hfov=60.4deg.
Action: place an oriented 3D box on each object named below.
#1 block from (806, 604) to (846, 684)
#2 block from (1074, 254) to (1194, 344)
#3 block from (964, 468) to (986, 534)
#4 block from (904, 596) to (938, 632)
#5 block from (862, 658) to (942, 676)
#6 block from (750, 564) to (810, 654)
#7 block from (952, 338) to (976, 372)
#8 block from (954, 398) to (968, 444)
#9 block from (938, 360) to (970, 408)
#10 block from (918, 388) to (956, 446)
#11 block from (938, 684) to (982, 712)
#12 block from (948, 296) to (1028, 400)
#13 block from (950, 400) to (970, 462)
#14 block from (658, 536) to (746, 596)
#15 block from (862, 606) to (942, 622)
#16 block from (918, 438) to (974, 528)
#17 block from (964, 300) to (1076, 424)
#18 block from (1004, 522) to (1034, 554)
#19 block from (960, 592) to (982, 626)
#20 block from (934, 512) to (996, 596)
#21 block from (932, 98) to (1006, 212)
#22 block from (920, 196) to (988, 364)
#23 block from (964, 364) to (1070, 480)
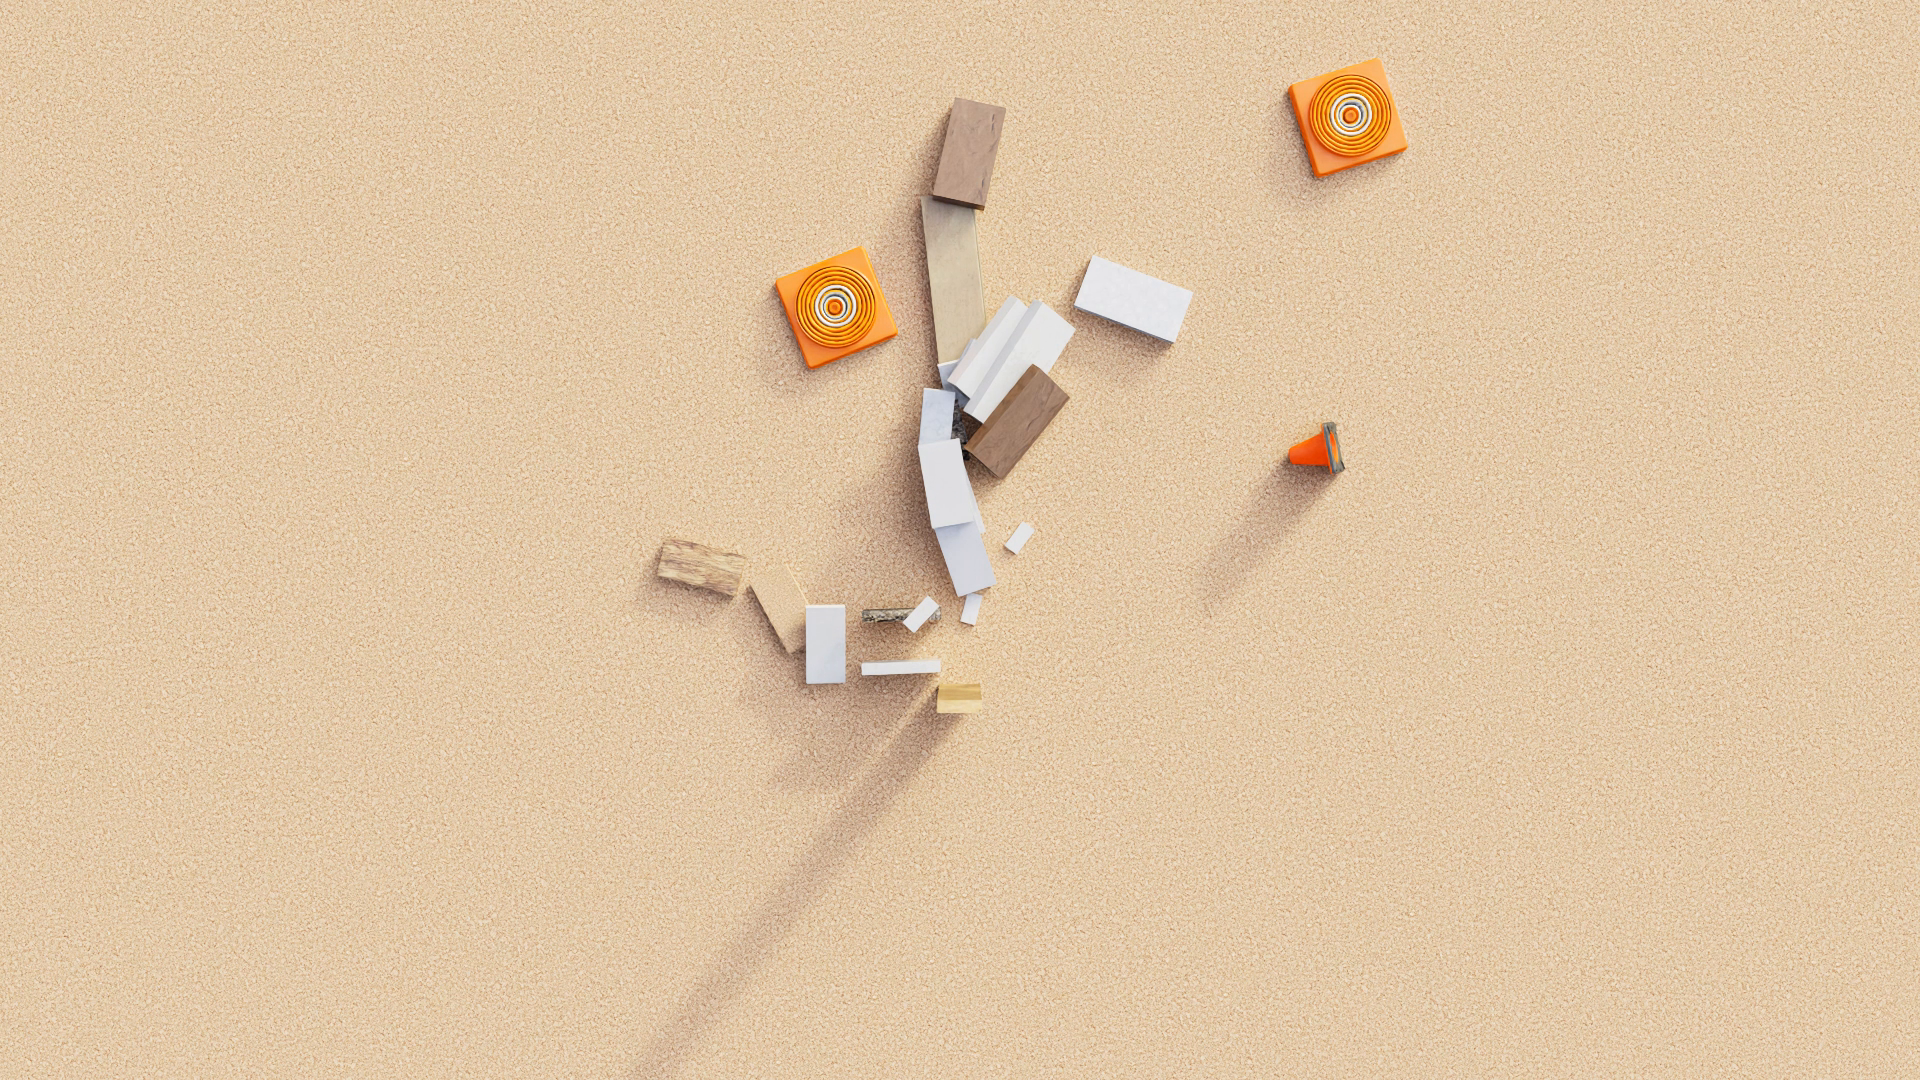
[{"bbox_3d":[-0.444,0.344,5.450,0.128,0.036,0.257,-1,101,-6],"label":"block"},{"bbox_3d":[0.574,-0.797,5.475,0.355,0.050,0.177,21,90,0],"label":"block"},{"bbox_3d":[-0.021,-0.136,5.439,0.136,0.039,0.273,-18,104,2],"label":"block"},{"bbox_3d":[-0.127,0.242,5.365,0.050,0.014,0.119,43,90,0],"label":"block"},{"bbox_3d":[-0.192,0.417,5.436,0.257,0.128,0.036,-2,90,0],"label":"block"},{"bbox_3d":[-0.573,0.228,5.481,0.134,0.038,0.268,-29,90,0],"label":"block"},{"bbox_3d":[0.033,-0.576,5.421,0.079,0.022,0.158,28,93,-32],"label":"block"},{"bbox_3d":[-0.032,-0.387,5.470,0.079,0.022,0.158,-17,103,1],"label":"block"},{"bbox_3d":[-0.018,-0.513,5.458,0.079,0.022,0.158,-14,114,0],"label":"block"},{"bbox_3d":[-0.077,-0.391,5.411,0.102,0.029,0.204,5,103,-4],"label":"block"},{"bbox_3d":[-0.001,0.499,5.219,0.134,0.561,0.038,0,90,0],"label":"block"},{"bbox_3d":[0.125,-0.609,5.416,0.174,0.049,0.348,39,86,-40],"label":"block"},{"bbox_3d":[-0.037,-0.354,5.451,0.102,0.029,0.204,-11,103,0],"label":"block"},{"bbox_3d":[-0.857,0.086,5.481,0.268,0.038,0.134,15,90,0],"label":"block"},{"bbox_3d":[-0.191,0.245,5.436,0.256,0.128,0.036,-2,90,0],"label":"block"},{"bbox_3d":[-0.046,-0.184,5.370,0.136,0.039,0.273,-10,91,2],"label":"block"},{"bbox_3d":[0.197,-0.560,5.424,0.177,0.050,0.433,33,90,-40],"label":"block"},{"bbox_3d":[0.199,-0.007,5.493,0.050,0.014,0.101,36,90,0],"label":"block"},{"bbox_3d":[0.038,0.228,5.493,0.050,0.014,0.101,15,90,0],"label":"block"},{"bbox_3d":[0.014,0.037,5.444,0.136,0.039,0.273,-19,104,2],"label":"block"},{"bbox_3d":[0.032,-1.275,5.446,0.174,0.049,0.348,12,80,0],"label":"block"},{"bbox_3d":[-0.012,-0.854,5.475,0.174,0.049,0.582,-6,90,0],"label":"block"},{"bbox_3d":[0.189,-0.387,5.424,0.355,0.050,0.177,-51,130,0],"label":"block"}]
